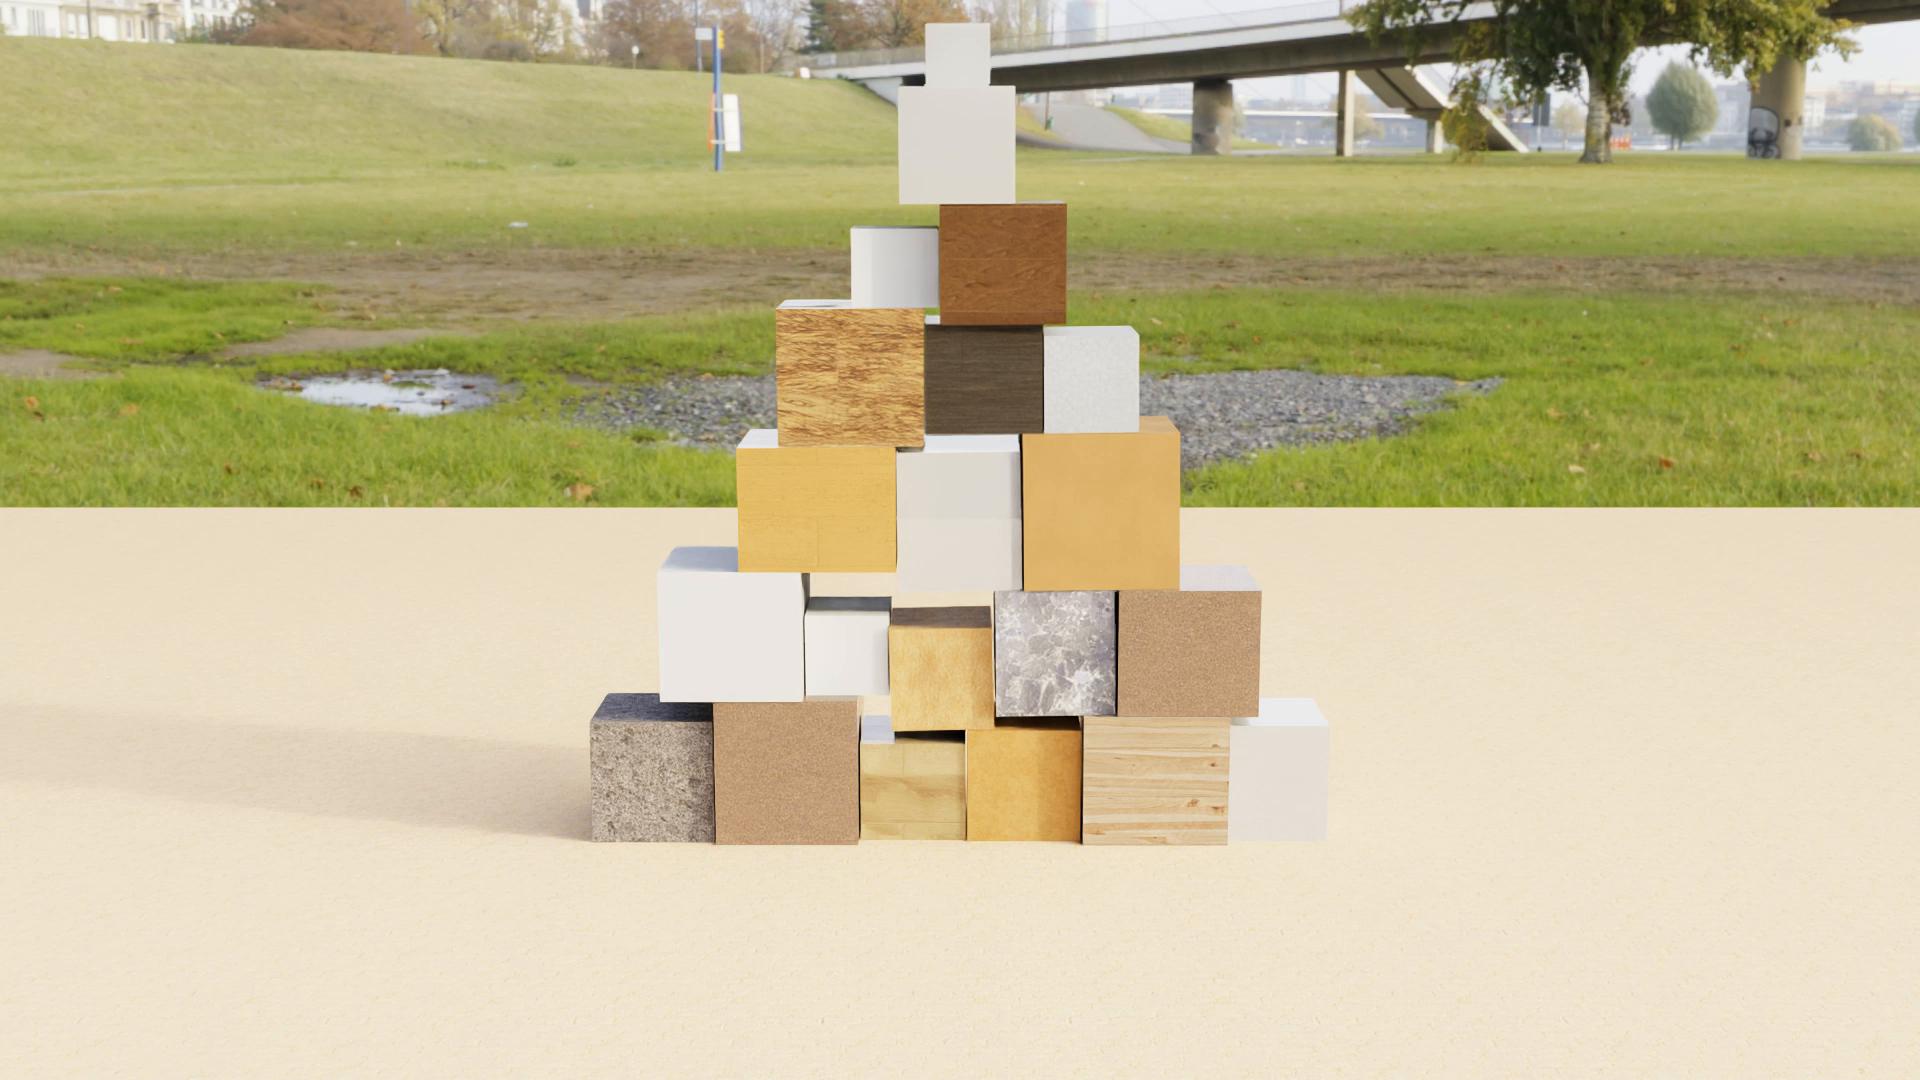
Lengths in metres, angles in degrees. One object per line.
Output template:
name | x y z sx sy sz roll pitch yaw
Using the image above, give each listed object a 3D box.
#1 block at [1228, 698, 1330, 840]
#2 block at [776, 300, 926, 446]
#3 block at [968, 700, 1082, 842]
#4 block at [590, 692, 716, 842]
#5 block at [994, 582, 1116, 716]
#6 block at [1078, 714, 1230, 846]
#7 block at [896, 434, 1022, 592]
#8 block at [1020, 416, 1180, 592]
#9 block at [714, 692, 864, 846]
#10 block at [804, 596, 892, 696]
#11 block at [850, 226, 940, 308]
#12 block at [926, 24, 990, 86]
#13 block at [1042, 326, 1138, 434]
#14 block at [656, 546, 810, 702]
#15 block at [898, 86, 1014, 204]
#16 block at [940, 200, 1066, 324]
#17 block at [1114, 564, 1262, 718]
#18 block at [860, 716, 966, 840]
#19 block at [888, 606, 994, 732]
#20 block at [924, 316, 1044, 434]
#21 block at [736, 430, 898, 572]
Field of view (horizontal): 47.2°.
block | 1.609 1.180 11.386 0.500 0.604 0.562 0 10 0
block | -0.535 -0.846 11.028 0.715 0.673 0.629 0 10 0
block | 0.324 1.190 11.403 0.572 0.578 0.606 0 10 0
block | -1.550 1.170 11.376 0.619 0.628 0.597 0 10 0
block | 0.476 0.512 11.256 0.595 0.643 0.580 -1 10 0
block | 0.984 1.151 11.382 0.730 0.663 0.718 0 10 0
block | -0.004 -0.144 11.161 0.615 0.696 0.616 -1 10 0
block | 0.698 -0.196 11.164 0.770 0.778 0.683 -1 10 0
block | -0.872 1.107 11.384 0.718 0.749 0.726 0 10 0
block | -0.568 0.538 11.283 0.421 0.408 0.485 0 10 0
block | -0.315 -1.363 10.930 0.433 0.380 0.416 0 10 0
block | -0.011 -2.364 10.749 0.310 0.301 0.310 0 10 0
block | 0.644 -0.811 11.038 0.465 0.478 0.545 -1 10 0
block | -1.139 0.419 11.239 0.707 0.657 0.714 0 10 0
block | -0.016 -1.945 10.838 0.556 0.554 0.670 0 10 0
block | 0.209 -1.386 10.925 0.613 0.580 0.622 0 10 0
block | 1.140 0.508 11.263 0.705 0.646 0.675 0 10 0
block | -0.238 1.227 11.404 0.531 0.506 0.559 0 10 0
block | -0.092 0.654 11.303 0.518 0.520 0.543 -1 10 0
block | 0.115 -0.838 11.045 0.583 0.540 0.570 0 10 0
block | -0.703 -0.208 11.125 0.773 0.618 0.721 0 10 0
